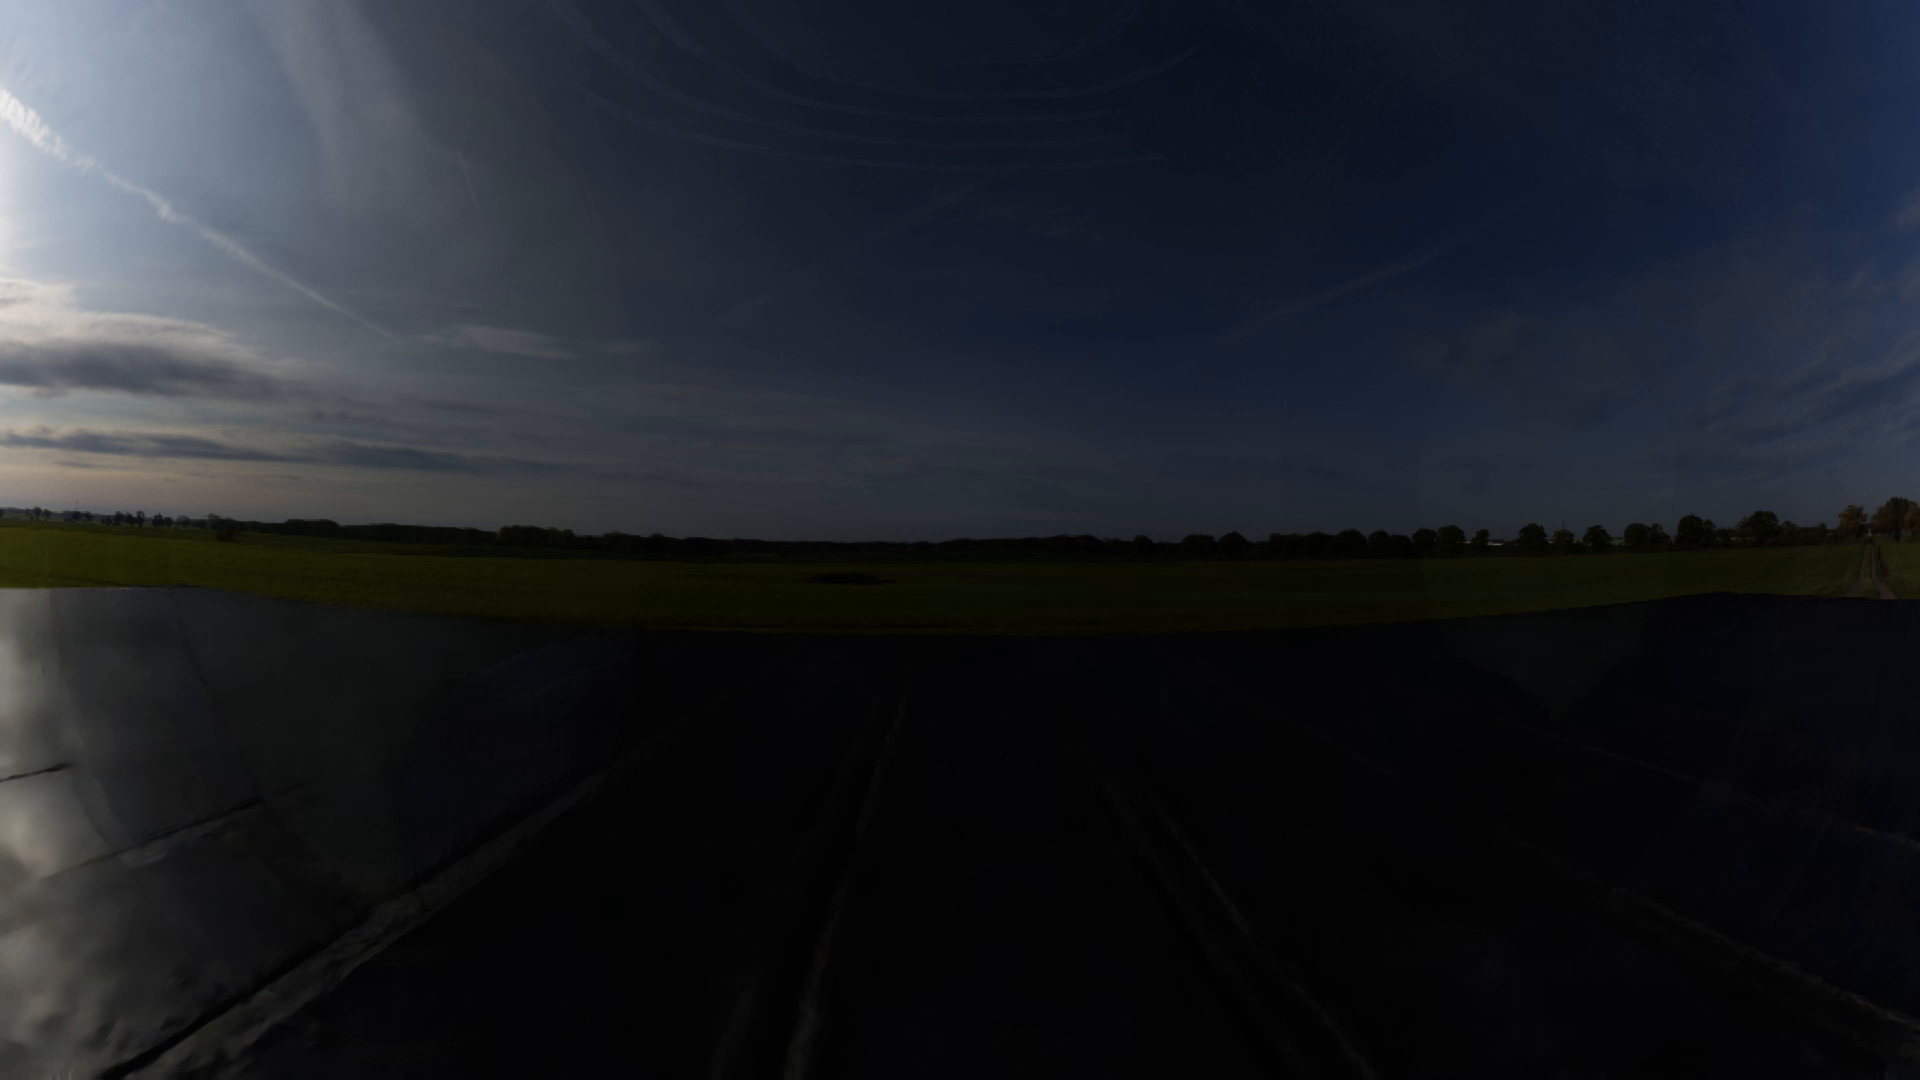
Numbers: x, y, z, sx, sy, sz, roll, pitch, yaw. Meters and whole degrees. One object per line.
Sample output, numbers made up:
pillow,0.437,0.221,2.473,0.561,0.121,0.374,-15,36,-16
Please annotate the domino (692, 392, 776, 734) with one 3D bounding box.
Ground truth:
domino,-0.035,0.003,0.199,0.009,0.050,0.025,0,4,-3

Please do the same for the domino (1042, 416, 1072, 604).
domino,0.017,-0.009,0.348,0.025,0.050,0.009,3,5,35

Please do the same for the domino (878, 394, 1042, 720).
domino,0.000,0.002,0.201,0.025,0.050,0.009,0,4,0

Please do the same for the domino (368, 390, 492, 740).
domino,-0.080,0.003,0.196,0.009,0.050,0.025,0,4,-6

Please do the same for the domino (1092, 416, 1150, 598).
domino,0.046,-0.010,0.366,0.009,0.050,0.025,-1,4,-9

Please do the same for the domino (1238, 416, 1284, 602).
domino,0.086,-0.009,0.358,0.009,0.050,0.025,2,5,26

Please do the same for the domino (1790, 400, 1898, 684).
domino,0.156,0.000,0.236,0.025,0.050,0.009,3,5,36

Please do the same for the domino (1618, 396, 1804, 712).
domino,0.125,0.001,0.215,0.009,0.050,0.025,-1,5,-19

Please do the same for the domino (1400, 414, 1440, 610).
domino,0.116,-0.008,0.338,0.009,0.050,0.025,4,6,40

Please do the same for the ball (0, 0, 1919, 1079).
ball,0.001,-0.002,0.055,0.080,0.080,0.080,0,4,0

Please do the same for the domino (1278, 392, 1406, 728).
domino,0.060,0.002,0.203,0.009,0.050,0.025,0,4,-5

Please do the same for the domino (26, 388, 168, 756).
domino,-0.124,0.004,0.186,0.010,0.050,0.025,-2,5,-20

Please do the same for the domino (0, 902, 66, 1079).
domino,-0.053,0.012,0.051,0.010,0.050,0.025,-32,-20,-12

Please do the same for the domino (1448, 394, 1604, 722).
domino,0.091,0.002,0.207,0.009,0.050,0.025,-1,4,-9
